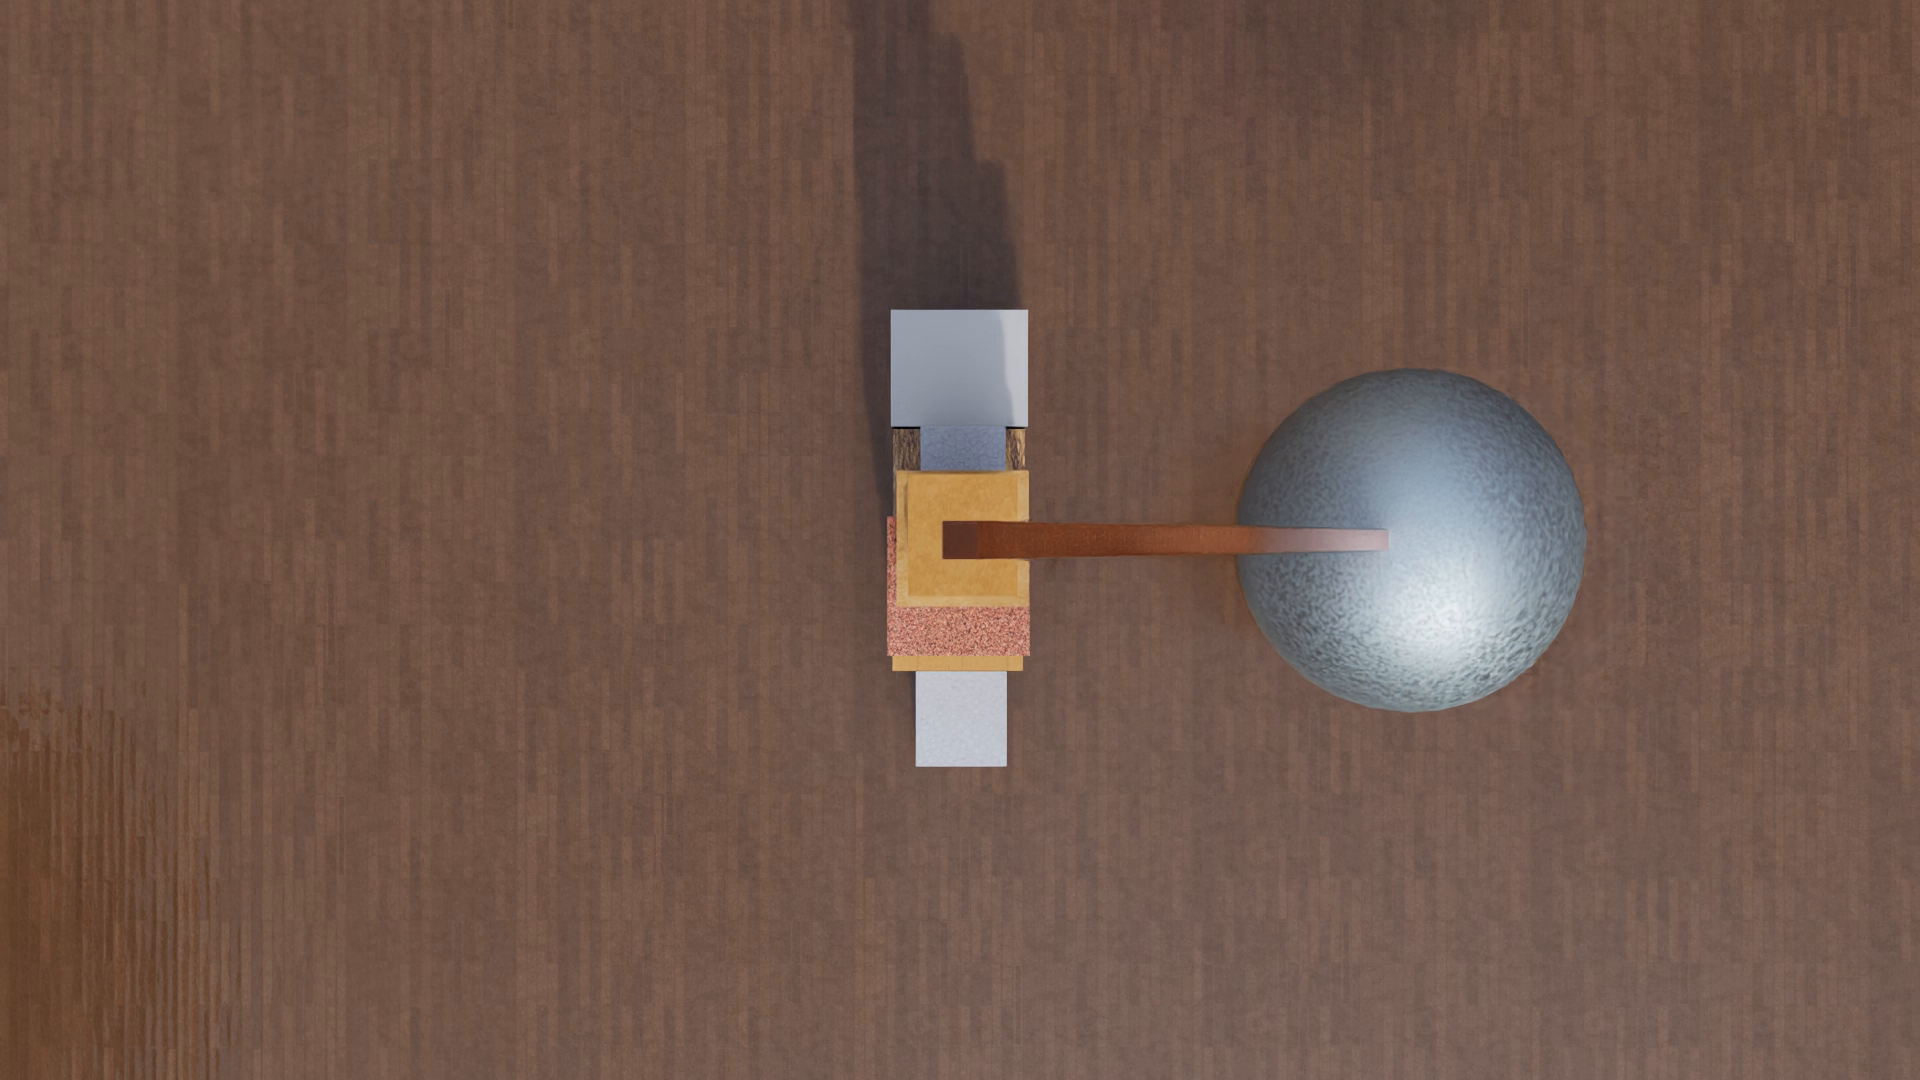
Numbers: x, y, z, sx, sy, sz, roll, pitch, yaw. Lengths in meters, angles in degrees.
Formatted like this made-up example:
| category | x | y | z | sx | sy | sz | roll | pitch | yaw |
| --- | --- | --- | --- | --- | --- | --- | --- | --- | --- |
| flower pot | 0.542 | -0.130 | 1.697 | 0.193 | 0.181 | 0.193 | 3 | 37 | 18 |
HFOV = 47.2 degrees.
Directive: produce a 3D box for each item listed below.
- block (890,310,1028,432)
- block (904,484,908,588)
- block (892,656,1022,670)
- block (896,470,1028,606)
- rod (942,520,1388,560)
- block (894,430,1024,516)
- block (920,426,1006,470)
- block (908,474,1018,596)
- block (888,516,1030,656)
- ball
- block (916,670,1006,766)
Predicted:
| category | x | y | z | sx | sy | sz | roll | pitch | yaw |
| --- | --- | --- | --- | --- | --- | --- | --- | --- | --- |
| block | -0.003 | -0.955 | 12.606 | 0.761 | 0.789 | 0.647 | 0 | 90 | 0 |
| block | -0.016 | -0.013 | 10.114 | 0.470 | 0.503 | 0.465 | 0 | 90 | 0 |
| block | -0.012 | 0.409 | 12.643 | 0.727 | 0.715 | 0.644 | 0 | 90 | 0 |
| block | 0.014 | -0.006 | 11.235 | 0.651 | 0.770 | 0.671 | 0 | 90 | 0 |
| rod | 0.899 | 0.000 | 7.003 | 0.080 | 5.200 | 0.080 | 0 | 90 | 20 |
| block | -0.006 | -0.272 | 12.660 | 0.739 | 0.679 | 0.698 | 0 | 90 | 0 |
| block | 0.017 | -0.373 | 12.115 | 0.461 | 0.410 | 0.485 | 0 | 90 | 0 |
| block | 0.012 | -0.019 | 9.171 | 0.446 | 0.465 | 0.497 | 0 | 90 | 0 |
| block | -0.008 | 0.246 | 11.951 | 0.753 | 0.665 | 0.735 | 0 | 90 | 0 |
| ball | 2.074 | 0.000 | 10.193 | 1.600 | 1.600 | 1.600 | 0 | 90 | 0 |
| block | 0.007 | 1.010 | 12.710 | 0.513 | 0.580 | 0.537 | 0 | 90 | 0 |
